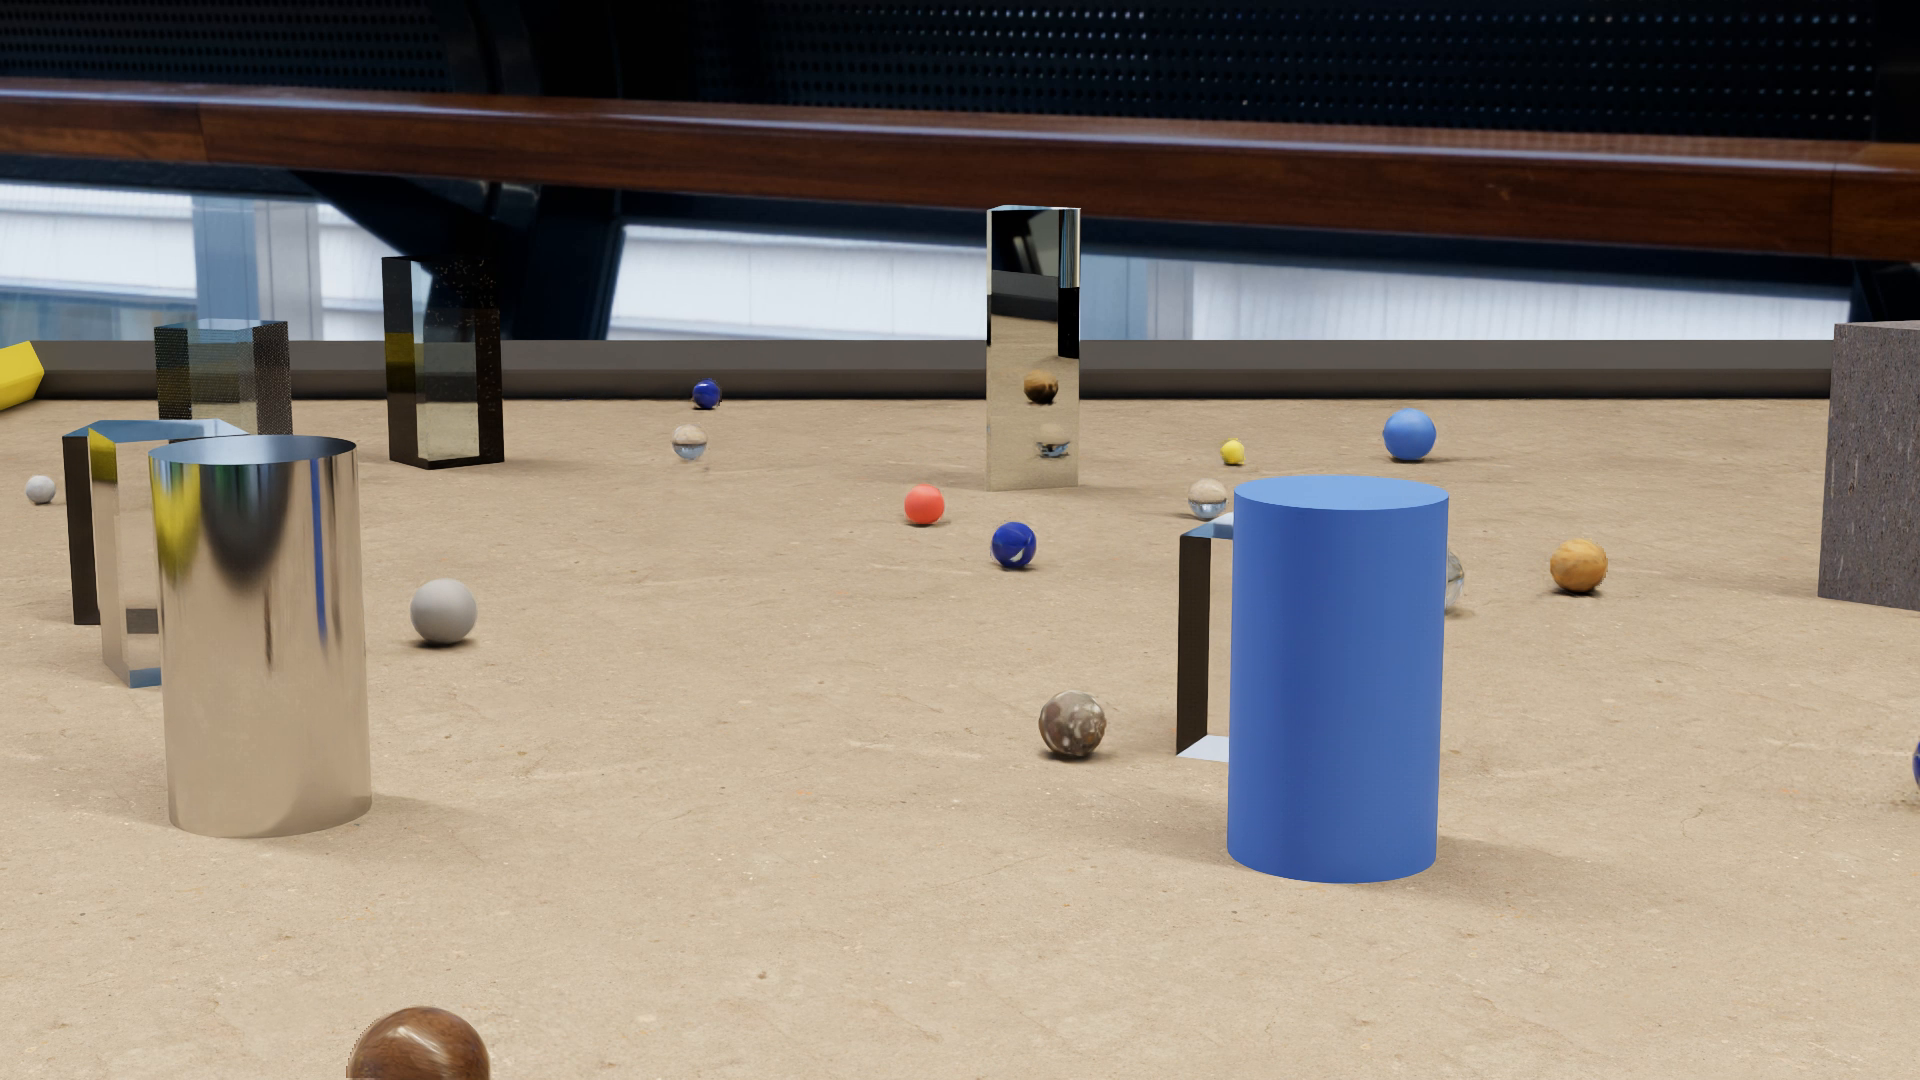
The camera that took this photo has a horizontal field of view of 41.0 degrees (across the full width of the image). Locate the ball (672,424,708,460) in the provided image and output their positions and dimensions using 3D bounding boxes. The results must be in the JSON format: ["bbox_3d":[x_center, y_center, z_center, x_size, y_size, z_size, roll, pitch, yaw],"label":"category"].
[{"bbox_3d":[-0.503,-0.184,4.780,0.068,0.068,0.068,0,11,0],"label":"ball"}]

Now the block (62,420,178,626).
[{"bbox_3d":[-1.088,-0.026,3.427,0.155,0.250,0.155,0,11,-1],"label":"block"}]

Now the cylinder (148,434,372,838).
[{"bbox_3d":[-0.681,0.090,2.505,0.194,0.360,0.194,0,11,0],"label":"cylinder"}]

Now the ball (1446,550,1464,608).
[{"bbox_3d":[0.633,0.052,3.449,0.090,0.090,0.090,0,11,0],"label":"ball"}]

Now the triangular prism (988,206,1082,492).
[{"bbox_3d":[0.105,-0.338,4.475,0.168,0.482,0.146,-4,11,-18],"label":"triangular prism"}]

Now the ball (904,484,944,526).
[{"bbox_3d":[-0.057,-0.057,4.101,0.065,0.065,0.065,0,11,0],"label":"ball"}]

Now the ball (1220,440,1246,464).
[{"bbox_3d":[0.502,-0.161,4.720,0.044,0.044,0.044,0,11,0],"label":"ball"}]

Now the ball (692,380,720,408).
[{"bbox_3d":[-0.542,-0.311,5.485,0.060,0.060,0.060,0,11,0],"label":"ball"}]

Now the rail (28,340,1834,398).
[{"bbox_3d":[-0.013,-0.373,5.633,4.066,0.126,0.045,0,11,0],"label":"rail"}]

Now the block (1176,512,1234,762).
[{"bbox_3d":[0.334,0.106,2.749,0.155,0.239,0.155,5,12,25],"label":"block"}]

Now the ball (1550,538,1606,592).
[{"bbox_3d":[0.861,0.036,3.574,0.076,0.076,0.076,0,11,0],"label":"ball"}]

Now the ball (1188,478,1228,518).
[{"bbox_3d":[0.403,-0.068,4.163,0.066,0.066,0.066,0,11,0],"label":"ball"}]

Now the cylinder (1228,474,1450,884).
[{"bbox_3d":[0.348,0.124,2.373,0.194,0.341,0.194,0,11,0],"label":"cylinder"}]

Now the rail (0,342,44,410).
[{"bbox_3d":[-2.009,0.035,3.438,0.045,0.126,4.491,0,11,0],"label":"rail"}]

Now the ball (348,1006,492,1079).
[{"bbox_3d":[-0.367,0.365,1.746,0.095,0.095,0.095,0,11,0],"label":"ball"}]

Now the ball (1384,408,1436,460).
[{"bbox_3d":[0.834,-0.196,4.762,0.097,0.097,0.097,0,11,0],"label":"ball"}]

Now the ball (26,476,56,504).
[{"bbox_3d":[-1.540,-0.084,4.298,0.048,0.048,0.048,0,11,0],"label":"ball"}]

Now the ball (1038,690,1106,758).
[{"bbox_3d":[0.119,0.195,2.729,0.071,0.071,0.071,0,11,0],"label":"ball"}]

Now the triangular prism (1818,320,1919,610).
[{"bbox_3d":[1.299,-0.107,3.517,0.168,0.378,0.146,9,14,41],"label":"triangular prism"}]

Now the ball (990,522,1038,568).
[{"bbox_3d":[0.079,0.007,3.752,0.068,0.068,0.068,0,11,0],"label":"ball"}]

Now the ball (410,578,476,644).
[{"bbox_3d":[-0.656,0.091,3.258,0.084,0.084,0.084,0,11,0],"label":"ball"}]

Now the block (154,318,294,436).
[{"bbox_3d":[-1.231,-0.213,4.304,0.155,0.299,0.155,3,11,17],"label":"block"}]

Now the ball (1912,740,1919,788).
[{"bbox_3d":[0.986,0.223,2.530,0.090,0.090,0.090,0,11,0],"label":"ball"}]

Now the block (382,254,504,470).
[{"bbox_3d":[-0.953,-0.332,4.729,0.155,0.377,0.155,-8,13,-38],"label":"block"}]

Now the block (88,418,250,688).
[{"bbox_3d":[-0.950,0.012,3.106,0.155,0.293,0.155,-6,12,-29],"label":"block"}]
